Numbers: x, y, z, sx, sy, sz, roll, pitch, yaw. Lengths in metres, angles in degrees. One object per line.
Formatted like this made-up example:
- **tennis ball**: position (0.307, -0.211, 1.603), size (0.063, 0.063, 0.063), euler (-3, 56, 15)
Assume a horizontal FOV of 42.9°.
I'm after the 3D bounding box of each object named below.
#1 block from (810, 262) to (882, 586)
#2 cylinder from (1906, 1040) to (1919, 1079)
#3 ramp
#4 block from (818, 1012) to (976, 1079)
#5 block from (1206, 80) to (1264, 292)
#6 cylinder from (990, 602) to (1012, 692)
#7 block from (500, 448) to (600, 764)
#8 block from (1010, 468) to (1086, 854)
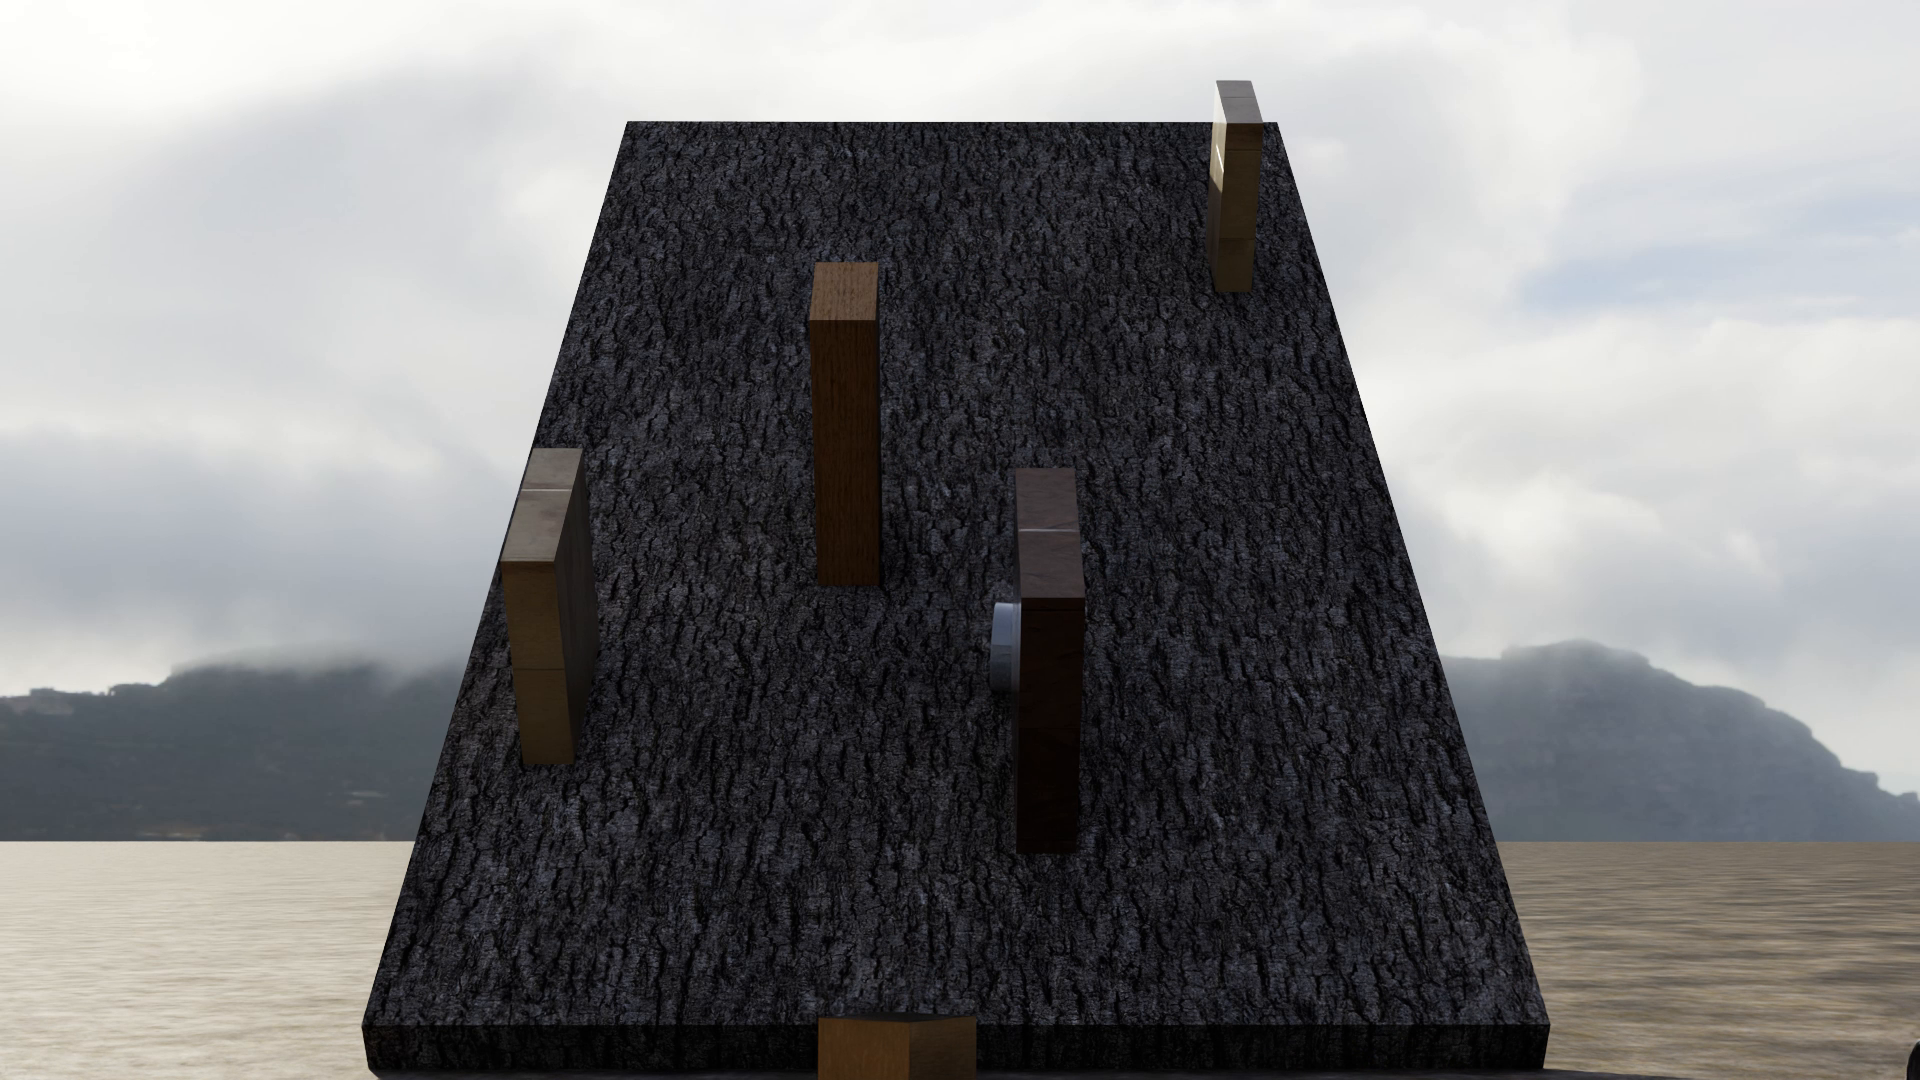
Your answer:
- **block**: position (-0.239, -0.245, 5.213), size (0.133, 0.637, 0.272), euler (0, 32, 0)
- **cylinder**: position (1.241, 0.655, 2.890), size (0.183, 0.183, 0.183), euler (-1, -7, 4)
- **ramp**: position (-0.015, -0.193, 5.832), size (2.000, 0.100, 4.000), euler (0, 32, 0)
- **block**: position (-0.084, 0.718, 3.281), size (0.152, 0.152, 0.152), euler (-5, -8, 35)
- **block**: position (0.728, -0.943, 6.500), size (0.095, 0.478, 0.301), euler (0, 32, 0)
- **cylinder**: position (0.156, 0.218, 4.904), size (0.177, 0.177, 0.177), euler (3, -7, 5)
- **block**: position (-0.795, 0.126, 4.775), size (0.098, 0.463, 0.419), euler (0, 32, 0)
- **block**: position (0.159, 0.221, 4.533), size (0.110, 0.562, 0.445), euler (0, 32, 0)
